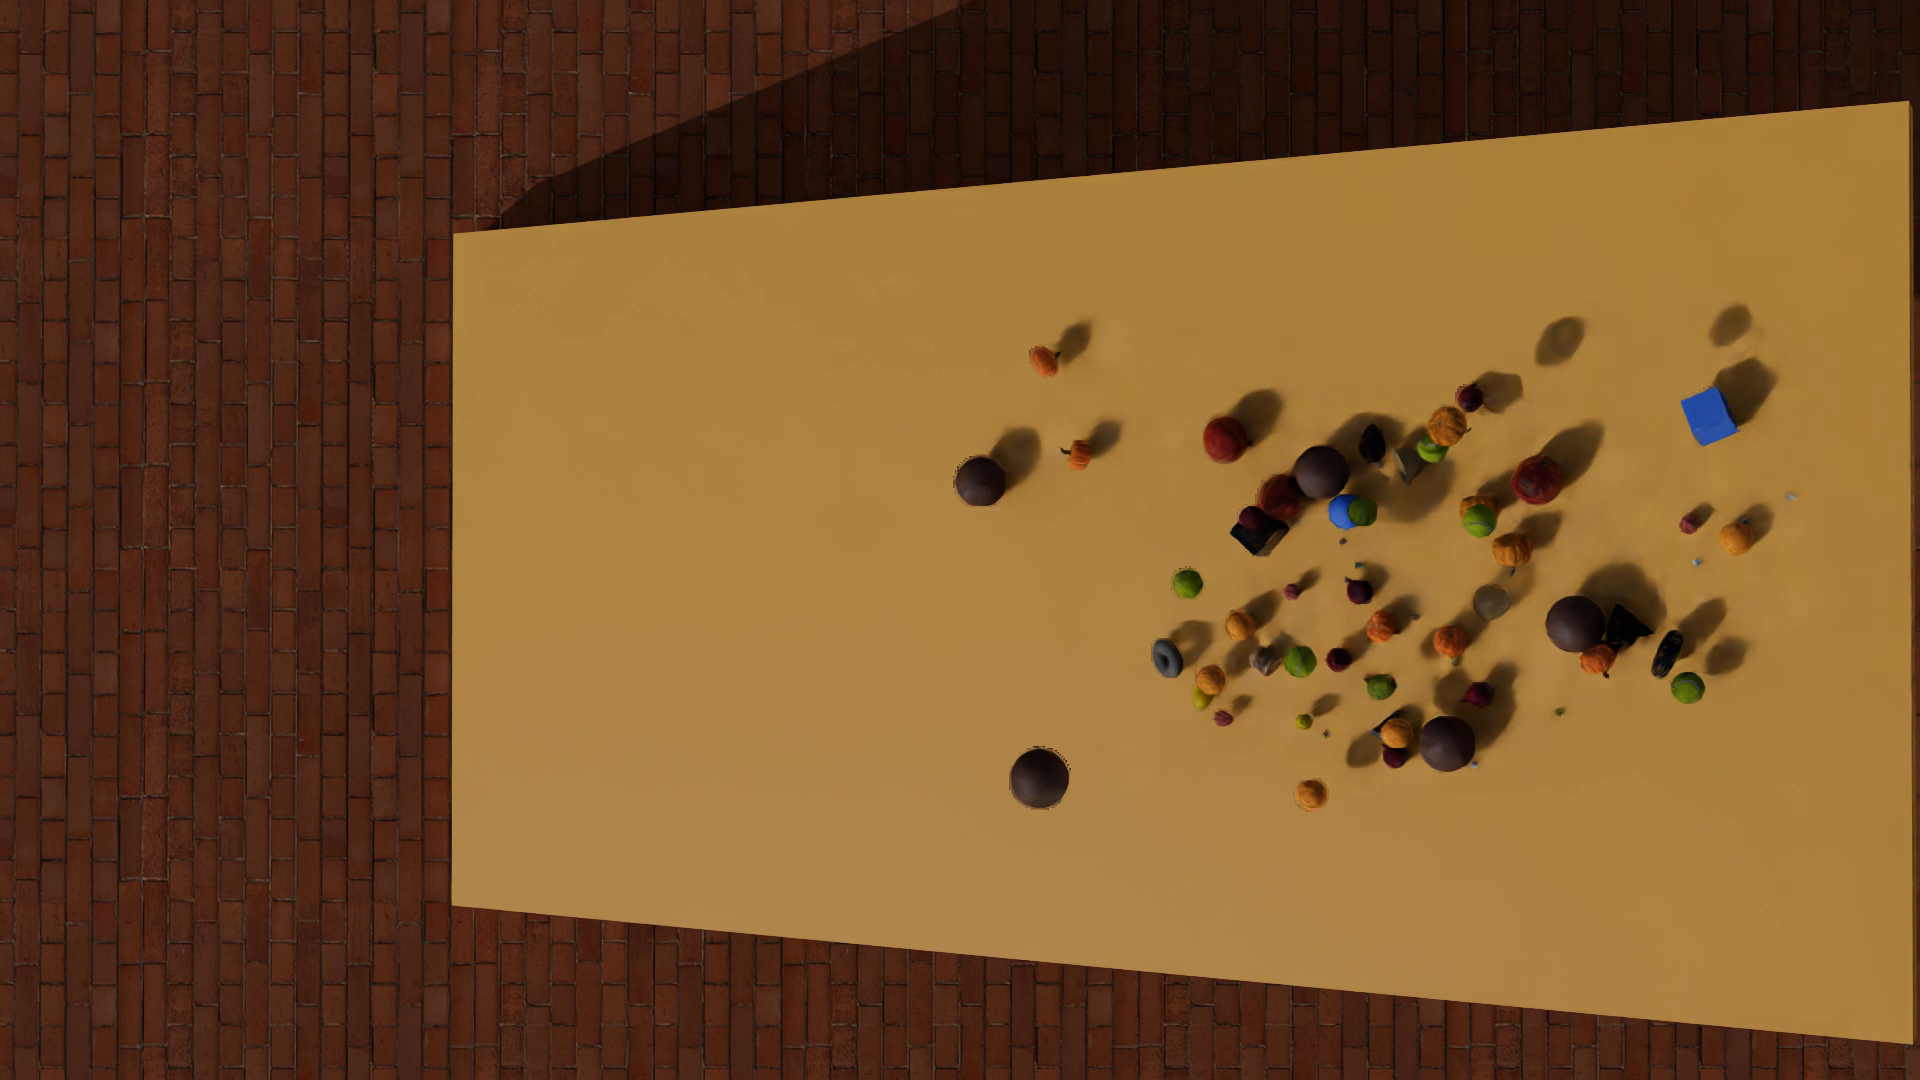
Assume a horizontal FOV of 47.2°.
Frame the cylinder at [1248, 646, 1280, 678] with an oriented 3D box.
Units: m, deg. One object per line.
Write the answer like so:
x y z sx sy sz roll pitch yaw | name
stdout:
0.735 0.293 5.304 0.055 0.055 0.055 40 90 24 | cylinder

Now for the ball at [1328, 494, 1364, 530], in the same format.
0.914 -0.068 5.204 0.085 0.085 0.085 0 89 0 | ball

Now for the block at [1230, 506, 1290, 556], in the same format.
0.723 -0.022 5.303 0.087 0.087 0.087 45 111 21 | block

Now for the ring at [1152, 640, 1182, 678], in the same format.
0.512 0.293 5.420 0.034 0.101 0.101 -20 89 -26 | ring

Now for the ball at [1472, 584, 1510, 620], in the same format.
1.216 0.142 5.040 0.085 0.085 0.085 0 89 0 | ball

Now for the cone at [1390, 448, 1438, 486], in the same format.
1.073 -0.191 5.141 0.096 0.096 0.096 -29 89 10 | cone

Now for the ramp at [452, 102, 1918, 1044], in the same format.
0.276 0.077 5.649 4.000 0.100 2.000 0 89 28 | ramp

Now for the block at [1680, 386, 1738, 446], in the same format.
1.638 -0.269 4.805 0.082 0.082 0.082 -25 58 24 | block

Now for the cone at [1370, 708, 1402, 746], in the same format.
1.017 0.431 5.167 0.079 0.079 0.079 26 79 0 | cone
